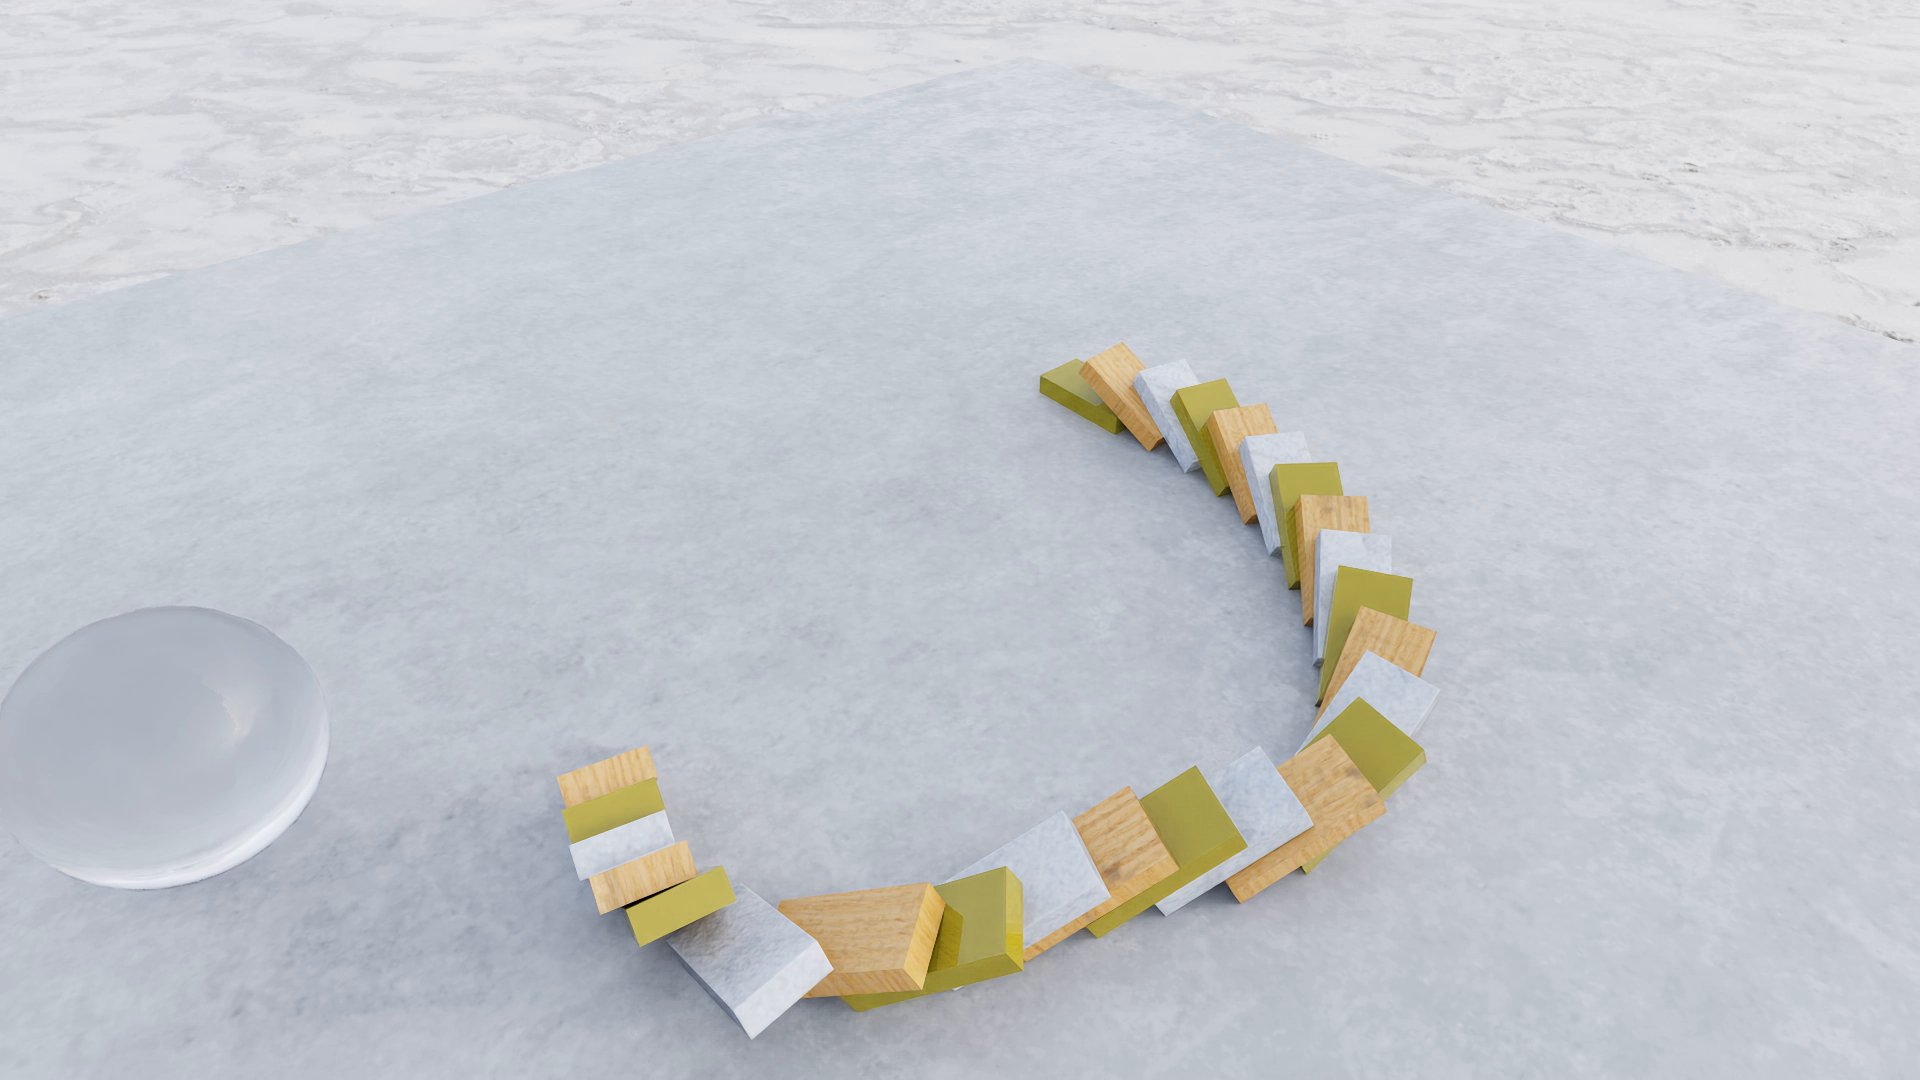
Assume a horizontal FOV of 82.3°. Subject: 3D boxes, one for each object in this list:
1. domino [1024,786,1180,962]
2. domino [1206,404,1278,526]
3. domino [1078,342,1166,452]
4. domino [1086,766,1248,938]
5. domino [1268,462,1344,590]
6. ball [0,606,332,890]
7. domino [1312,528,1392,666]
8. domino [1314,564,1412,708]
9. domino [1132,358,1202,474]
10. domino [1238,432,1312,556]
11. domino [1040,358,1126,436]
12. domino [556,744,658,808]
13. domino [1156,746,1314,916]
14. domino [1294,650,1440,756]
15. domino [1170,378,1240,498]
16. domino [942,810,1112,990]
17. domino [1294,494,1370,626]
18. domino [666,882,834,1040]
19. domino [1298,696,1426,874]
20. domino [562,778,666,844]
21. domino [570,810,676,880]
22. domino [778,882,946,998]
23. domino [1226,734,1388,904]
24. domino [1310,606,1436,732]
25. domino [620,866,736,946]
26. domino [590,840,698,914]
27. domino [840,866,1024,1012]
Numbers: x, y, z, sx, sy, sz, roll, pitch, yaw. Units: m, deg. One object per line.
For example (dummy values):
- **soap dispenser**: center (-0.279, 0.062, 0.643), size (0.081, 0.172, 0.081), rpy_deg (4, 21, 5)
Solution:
- **domino**: center (0.034, 0.094, 0.312), size (0.050, 0.010, 0.025), rpy_deg (-32, 43, 3)
- **domino**: center (0.125, -0.033, 0.466), size (0.025, 0.010, 0.050), rpy_deg (-10, 67, -12)
- **domino**: center (0.081, -0.067, 0.508), size (0.025, 0.009, 0.050), rpy_deg (-31, 74, -31)
- **domino**: center (0.054, 0.090, 0.317), size (0.050, 0.009, 0.025), rpy_deg (-33, 43, 4)
- **domino**: center (0.139, -0.006, 0.433), size (0.025, 0.009, 0.050), rpy_deg (-2, 67, -2)
- **ball**: center (-0.227, 0.059, 0.316), size (0.080, 0.080, 0.080), rpy_deg (0, 39, 0)
- **domino**: center (0.142, 0.022, 0.399), size (0.025, 0.009, 0.050), rpy_deg (6, 67, 7)
- **domino**: center (0.140, 0.036, 0.382), size (0.025, 0.010, 0.050), rpy_deg (11, 69, 13)
- **domino**: center (0.101, -0.057, 0.496), size (0.025, 0.009, 0.050), rpy_deg (-18, 69, -21)
- **domino**: center (0.133, -0.019, 0.450), size (0.025, 0.009, 0.050), rpy_deg (-6, 67, -7)
- **domino**: center (0.065, -0.070, 0.528), size (0.025, 0.010, 0.050), rpy_deg (-29, 47, -31)
- **domino**: center (-0.104, 0.072, 0.327), size (0.025, 0.050, 0.010), rpy_deg (-18, 80, -20)
- **domino**: center (0.074, 0.085, 0.322), size (0.050, 0.009, 0.025), rpy_deg (-33, 43, 4)
- **domino**: center (0.127, 0.063, 0.349), size (0.025, 0.009, 0.050), rpy_deg (32, 78, 32)
- **domino**: center (0.114, -0.045, 0.482), size (0.025, 0.010, 0.050), rpy_deg (-15, 69, -17)
- **domino**: center (0.014, 0.100, 0.305), size (0.050, 0.010, 0.025), rpy_deg (-32, 43, 3)
- **domino**: center (0.142, 0.008, 0.416), size (0.025, 0.010, 0.050), rpy_deg (2, 67, 2)
- **domino**: center (-0.056, 0.109, 0.289), size (0.025, 0.009, 0.050), rpy_deg (-34, 19, -27)
- **domino**: center (0.114, 0.074, 0.335), size (0.050, 0.010, 0.025), rpy_deg (-42, 50, -4)
- **domino**: center (-0.100, 0.079, 0.318), size (0.025, 0.050, 0.009), rpy_deg (-18, 80, -20)
- **domino**: center (-0.095, 0.086, 0.310), size (0.025, 0.050, 0.010), rpy_deg (-18, 80, -20)
- **domino**: center (-0.030, 0.108, 0.294), size (0.050, 0.010, 0.025), rpy_deg (-16, 32, 27)
- **domino**: center (0.096, 0.082, 0.325), size (0.050, 0.010, 0.025), rpy_deg (-33, 46, 4)
- **domino**: center (0.136, 0.049, 0.365), size (0.025, 0.009, 0.050), rpy_deg (21, 73, 23)
- **domino**: center (-0.077, 0.098, 0.296), size (0.025, 0.050, 0.009), rpy_deg (-20, 81, -23)
- **domino**: center (-0.087, 0.092, 0.302), size (0.025, 0.050, 0.009), rpy_deg (-18, 80, -20)
- **domino**: center (-0.008, 0.107, 0.294), size (0.050, 0.010, 0.025), rpy_deg (-22, 36, 20)
